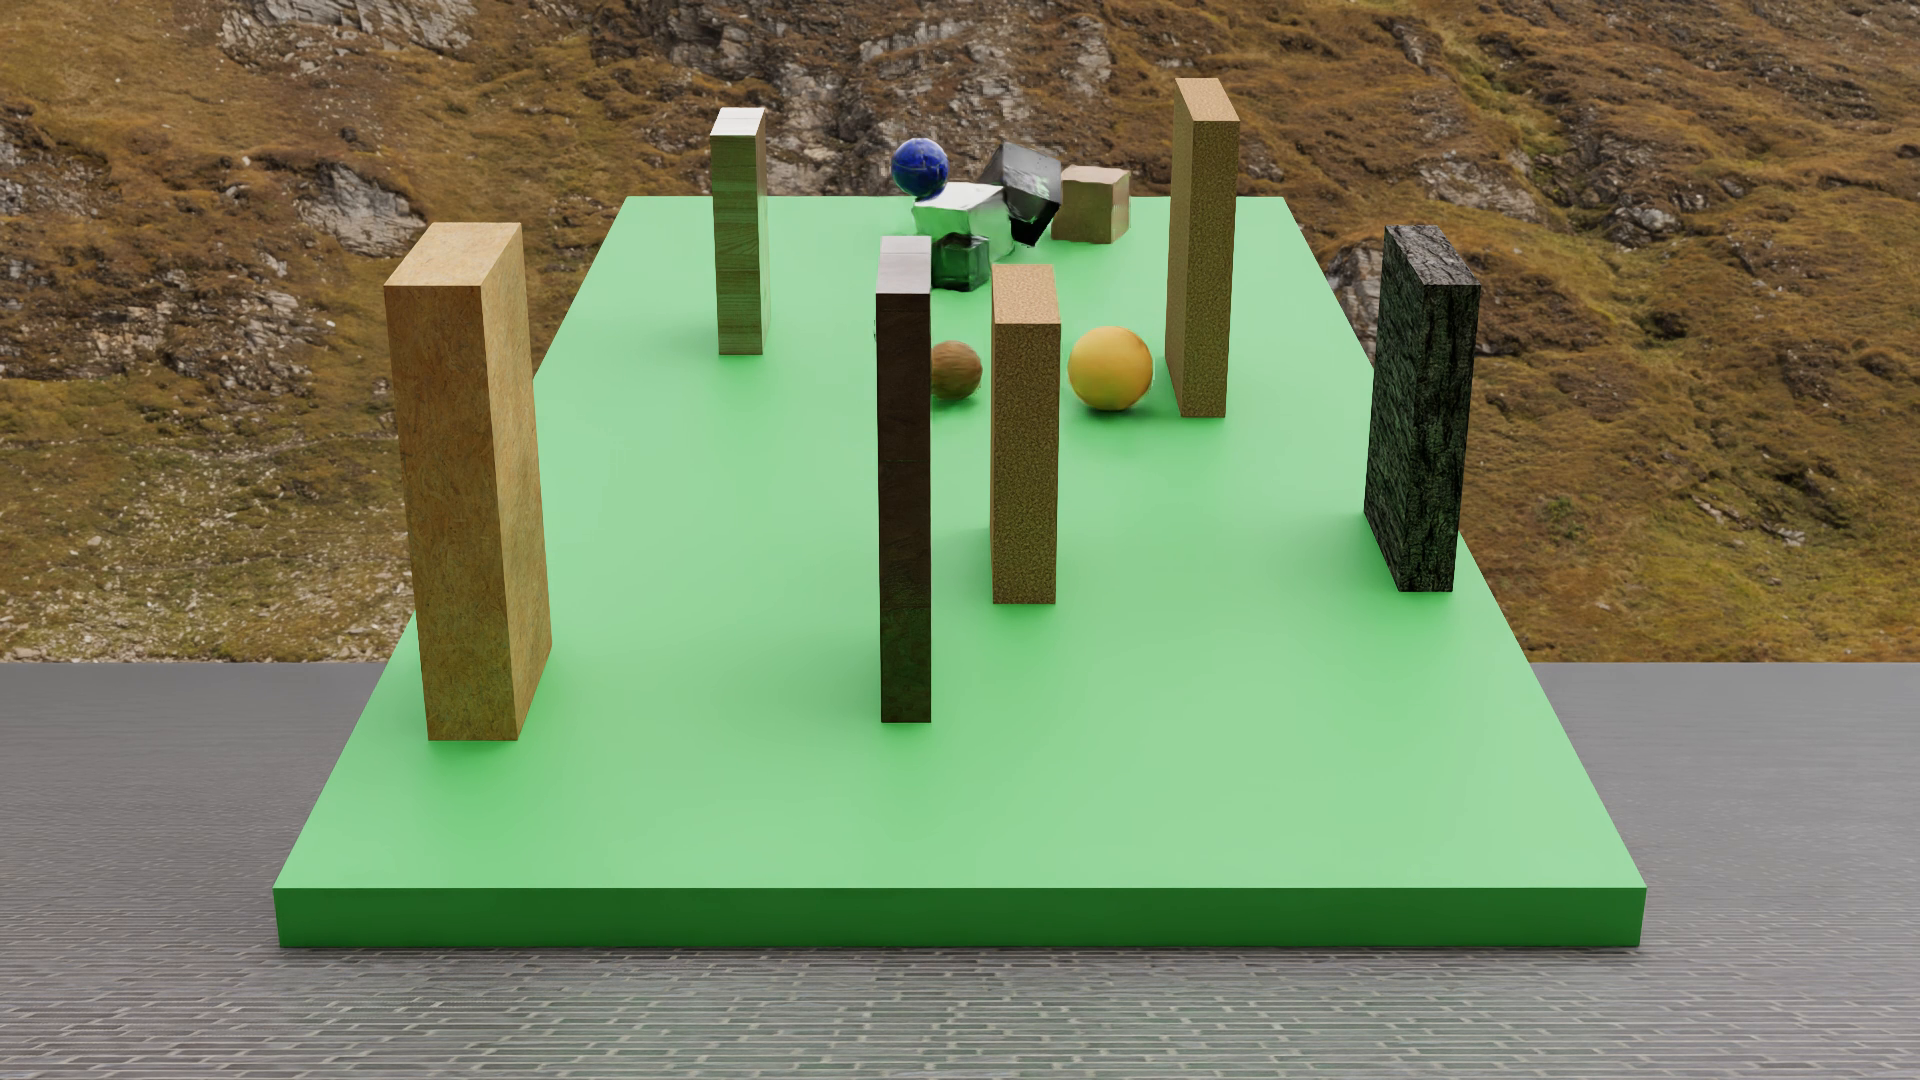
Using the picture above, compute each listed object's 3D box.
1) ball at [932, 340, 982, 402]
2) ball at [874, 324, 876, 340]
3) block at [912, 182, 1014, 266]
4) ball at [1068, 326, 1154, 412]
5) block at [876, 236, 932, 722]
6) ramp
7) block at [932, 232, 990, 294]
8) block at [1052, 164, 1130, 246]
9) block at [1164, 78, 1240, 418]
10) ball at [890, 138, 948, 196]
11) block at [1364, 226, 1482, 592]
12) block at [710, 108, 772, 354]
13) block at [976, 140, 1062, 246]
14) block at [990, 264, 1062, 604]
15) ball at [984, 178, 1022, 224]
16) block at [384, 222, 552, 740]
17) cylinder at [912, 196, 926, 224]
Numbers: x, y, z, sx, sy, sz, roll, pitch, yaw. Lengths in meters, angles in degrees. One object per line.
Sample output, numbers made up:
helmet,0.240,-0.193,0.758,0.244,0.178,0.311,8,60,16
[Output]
ball,-0.018,-0.389,5.303,0.139,0.139,0.139,0,-3,0
ball,-0.150,-0.505,5.603,0.119,0.119,0.119,0,-3,0
block,0.010,-0.852,6.296,0.183,0.183,0.183,11,33,34
ball,0.341,-0.389,5.235,0.194,0.194,0.194,0,-3,0
block,-0.089,-0.103,3.849,0.084,0.741,0.334,0,23,0
ramp,-0.007,-0.225,5.222,2.000,0.100,4.000,0,23,0
block,0.000,-0.740,6.154,0.117,0.117,0.117,12,30,26
block,0.375,-0.961,6.614,0.176,0.176,0.176,8,24,18
block,0.550,-0.675,5.295,0.100,0.676,0.448,0,23,0
ball,-0.113,-1.047,6.485,0.163,0.163,0.163,0,-3,0
block,0.874,-0.256,4.403,0.101,0.598,0.402,0,23,0
block,-0.534,-0.758,5.658,0.106,0.541,0.296,0,23,0
block,0.161,-0.962,6.416,0.178,0.178,0.178,16,-41,-19
block,0.119,-0.204,4.346,0.116,0.543,0.373,0,23,0
ball,0.111,-0.979,6.704,0.139,0.139,0.139,0,-3,0
block,-0.797,-0.098,3.793,0.146,0.772,0.360,0,23,0
cylinder,-0.046,-0.948,6.635,0.134,0.134,0.134,-2,18,34
